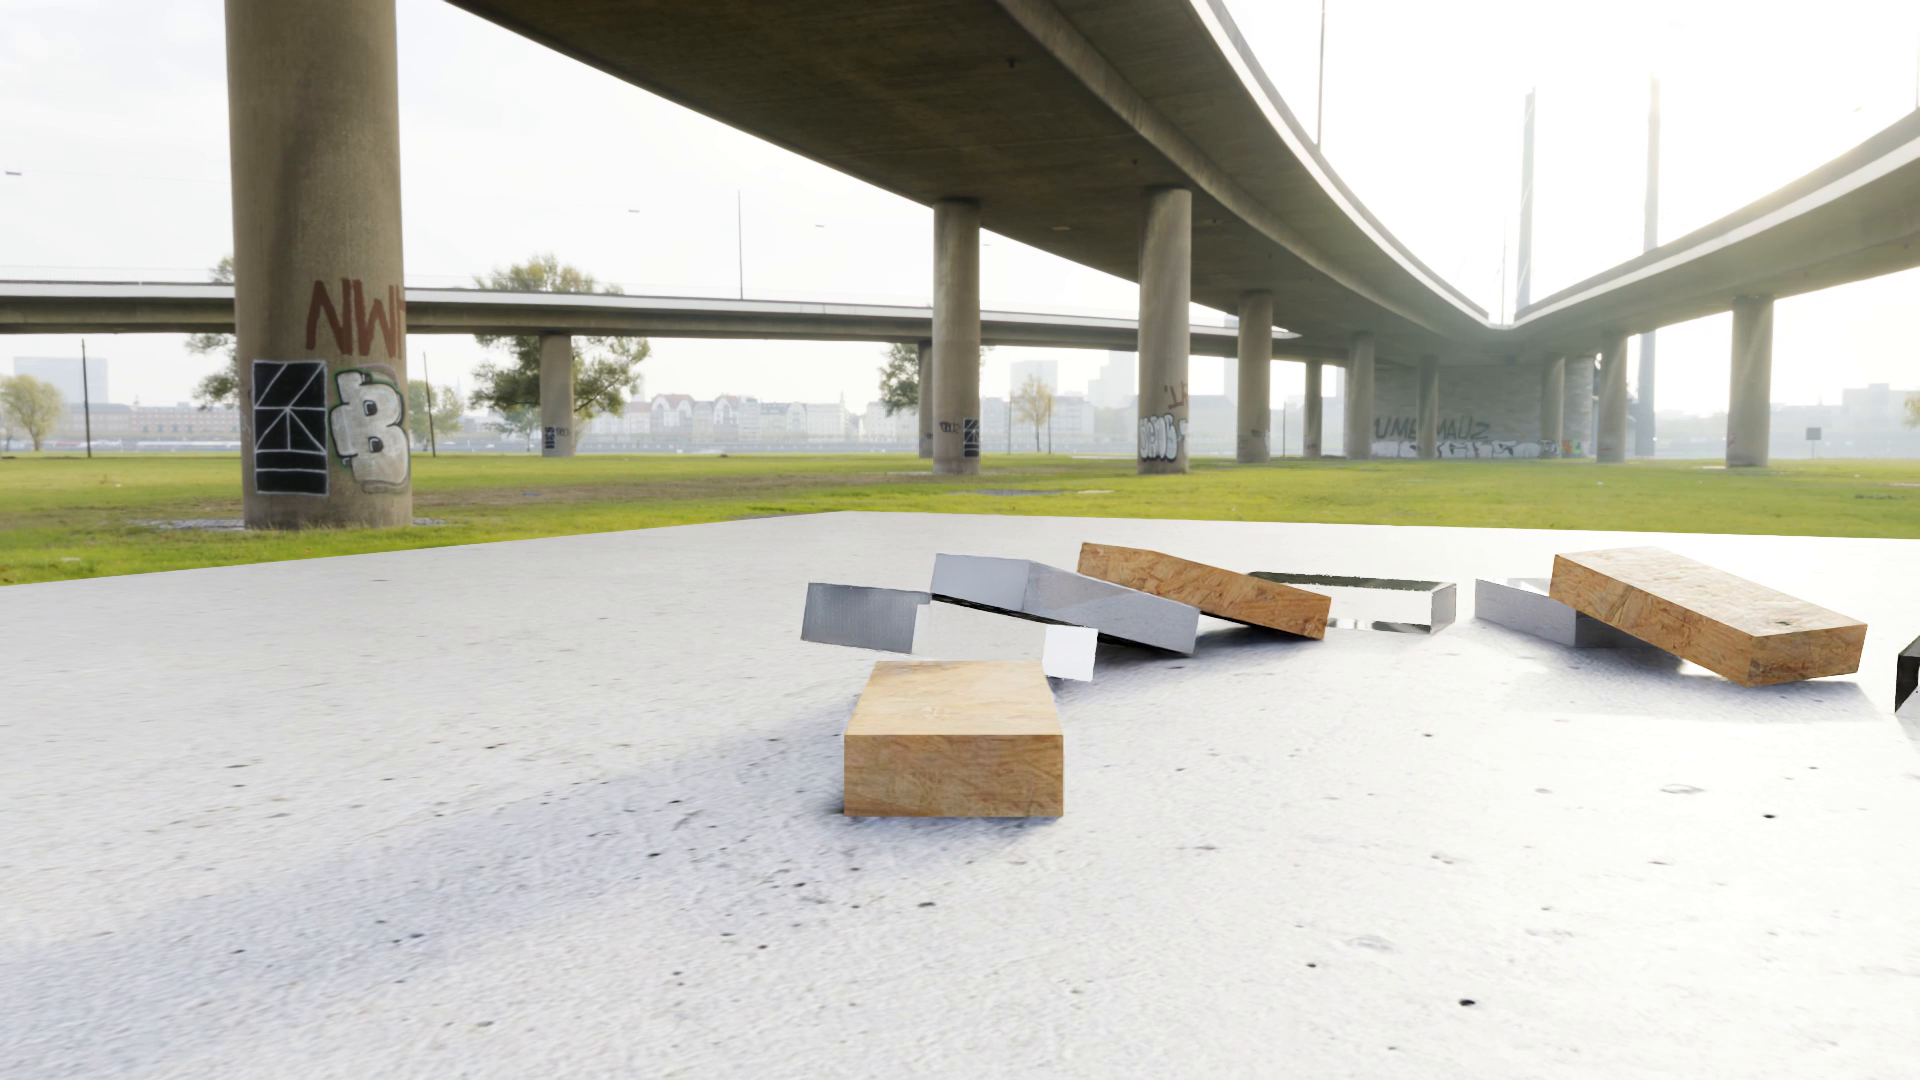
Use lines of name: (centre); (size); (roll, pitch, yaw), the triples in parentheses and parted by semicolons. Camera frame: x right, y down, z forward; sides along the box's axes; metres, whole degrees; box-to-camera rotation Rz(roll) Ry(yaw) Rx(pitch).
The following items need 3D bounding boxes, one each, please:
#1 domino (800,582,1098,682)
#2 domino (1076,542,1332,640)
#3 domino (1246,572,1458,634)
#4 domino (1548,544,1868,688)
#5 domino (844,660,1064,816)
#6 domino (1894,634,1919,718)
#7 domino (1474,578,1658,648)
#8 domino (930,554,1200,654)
domino: (0.000, 0.016, 0.218); (0.025, 0.009, 0.050); (3, -8, 36)
domino: (0.053, 0.011, 0.278); (0.050, 0.009, 0.025); (14, -3, -28)
domino: (0.091, 0.015, 0.310); (0.050, 0.010, 0.025); (3, 5, 33)
domino: (0.143, 0.013, 0.249); (0.025, 0.009, 0.050); (-4, 17, -15)
domino: (0.000, 0.025, 0.171); (0.025, 0.010, 0.050); (0, 4, 1)
domino: (0.173, 0.022, 0.212); (0.025, 0.009, 0.050); (4, 6, 42)
domino: (0.140, 0.016, 0.292); (0.025, 0.010, 0.050); (0, 4, -1)
domino: (0.021, 0.013, 0.250); (0.050, 0.009, 0.025); (16, -8, -42)
